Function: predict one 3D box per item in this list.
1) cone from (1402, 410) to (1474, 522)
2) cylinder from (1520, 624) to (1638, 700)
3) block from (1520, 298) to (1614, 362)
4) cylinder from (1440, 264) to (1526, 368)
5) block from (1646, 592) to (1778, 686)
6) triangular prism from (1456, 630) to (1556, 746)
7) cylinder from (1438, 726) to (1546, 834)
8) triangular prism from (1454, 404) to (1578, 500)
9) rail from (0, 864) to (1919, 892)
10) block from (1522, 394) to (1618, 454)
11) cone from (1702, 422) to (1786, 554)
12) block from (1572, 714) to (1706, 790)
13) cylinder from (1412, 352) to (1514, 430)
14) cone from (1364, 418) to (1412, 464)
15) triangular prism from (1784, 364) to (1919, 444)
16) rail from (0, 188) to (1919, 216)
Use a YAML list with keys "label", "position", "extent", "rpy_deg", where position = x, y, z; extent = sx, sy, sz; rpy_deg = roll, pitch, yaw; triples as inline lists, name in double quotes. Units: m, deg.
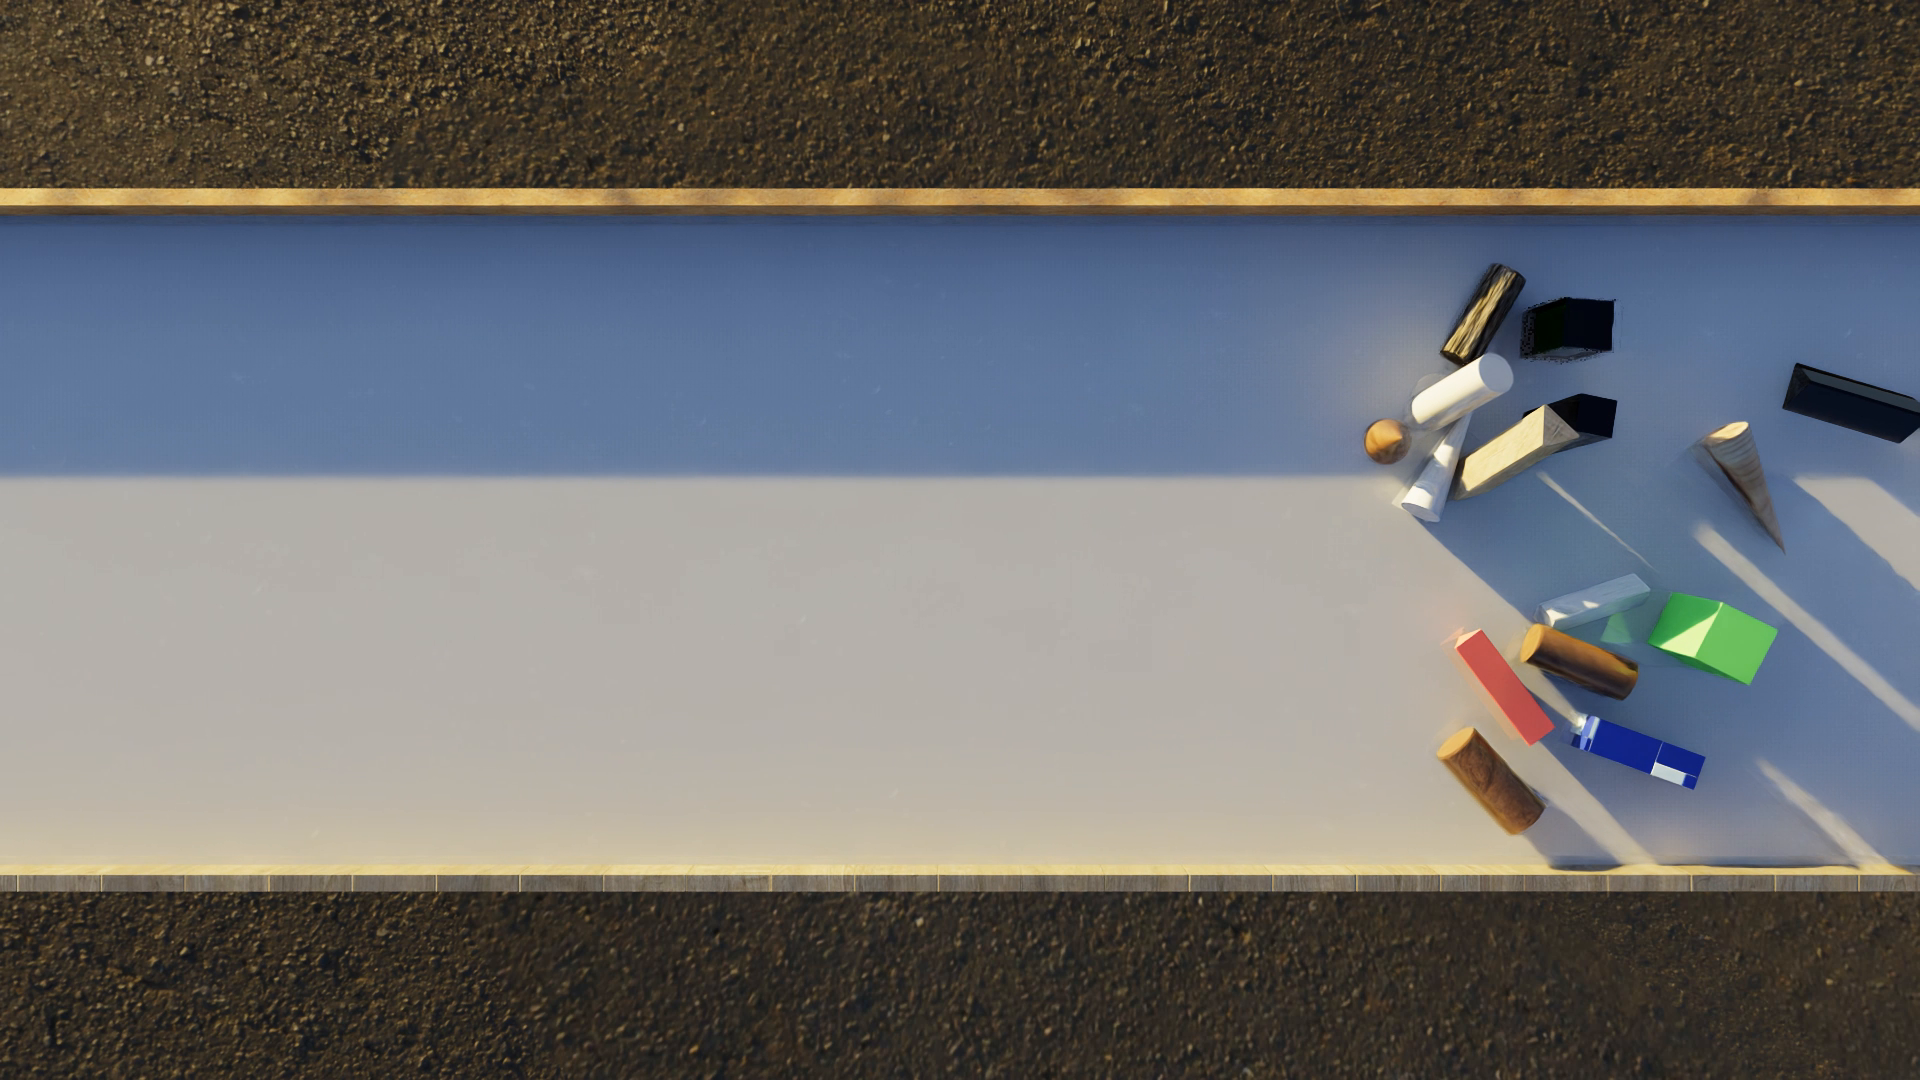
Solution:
- label: "cone"
  position: [1.502, -0.281, 5.045]
  extent: [0.126, 0.126, 0.447]
  rpy_deg: [27, 82, 0]
- label: "cylinder"
  position: [1.882, 0.371, 5.013]
  extent: [0.317, 0.125, 0.125]
  rpy_deg: [22, 90, 0]
- label: "block"
  position: [1.804, -0.623, 4.913]
  extent: [0.143, 0.320, 0.143]
  rpy_deg: [4, 90, -3]
- label: "cylinder"
  position: [1.593, -0.679, 5.020]
  extent: [0.114, 0.114, 0.306]
  rpy_deg: [31, 90, 0]
- label: "block"
  position: [2.227, 0.287, 4.895]
  extent: [0.178, 0.352, 0.178]
  rpy_deg: [27, 94, 0]
- label: "triangular prism"
  position: [1.661, 0.440, 5.013]
  extent: [0.085, 0.098, 0.373]
  rpy_deg: [-37, 90, 31]
- label: "cylinder"
  position: [1.613, 0.729, 5.007]
  extent: [0.139, 0.139, 0.317]
  rpy_deg: [-42, 90, 0]
- label: "triangular prism"
  position: [1.614, -0.261, 4.865]
  extent: [0.133, 0.439, 0.116]
  rpy_deg: [-14, 76, -23]
- label: "rail"
  position: [-2.247, 1.025, 5.001]
  extent: [12.000, 0.150, 0.050]
  rpy_deg: [0, 90, 0]
- label: "block"
  position: [1.792, -0.341, 4.878]
  extent: [0.110, 0.381, 0.110]
  rpy_deg: [11, 85, -4]
- label: "cone"
  position: [2.433, -0.135, 5.042]
  extent: [0.138, 0.138, 0.444]
  rpy_deg: [-31, 99, 0]
- label: "block"
  position: [2.064, 0.643, 5.024]
  extent: [0.353, 0.105, 0.105]
  rpy_deg: [20, 90, 0]
- label: "cylinder"
  position: [1.494, -0.439, 4.910]
  extent: [0.124, 0.310, 0.124]
  rpy_deg: [7, 70, -21]
- label: "cone"
  position: [1.291, -0.297, 4.895]
  extent: [0.141, 0.346, 0.141]
  rpy_deg: [0, 92, 8]
- label: "triangular prism"
  position: [2.730, -0.420, 5.010]
  extent: [0.373, 0.127, 0.146]
  rpy_deg: [17, 90, 0]
- label: "rail"
  position: [-2.247, -1.025, 5.002]
  extent: [12.000, 0.150, 0.050]
  rpy_deg: [0, 90, 0]
